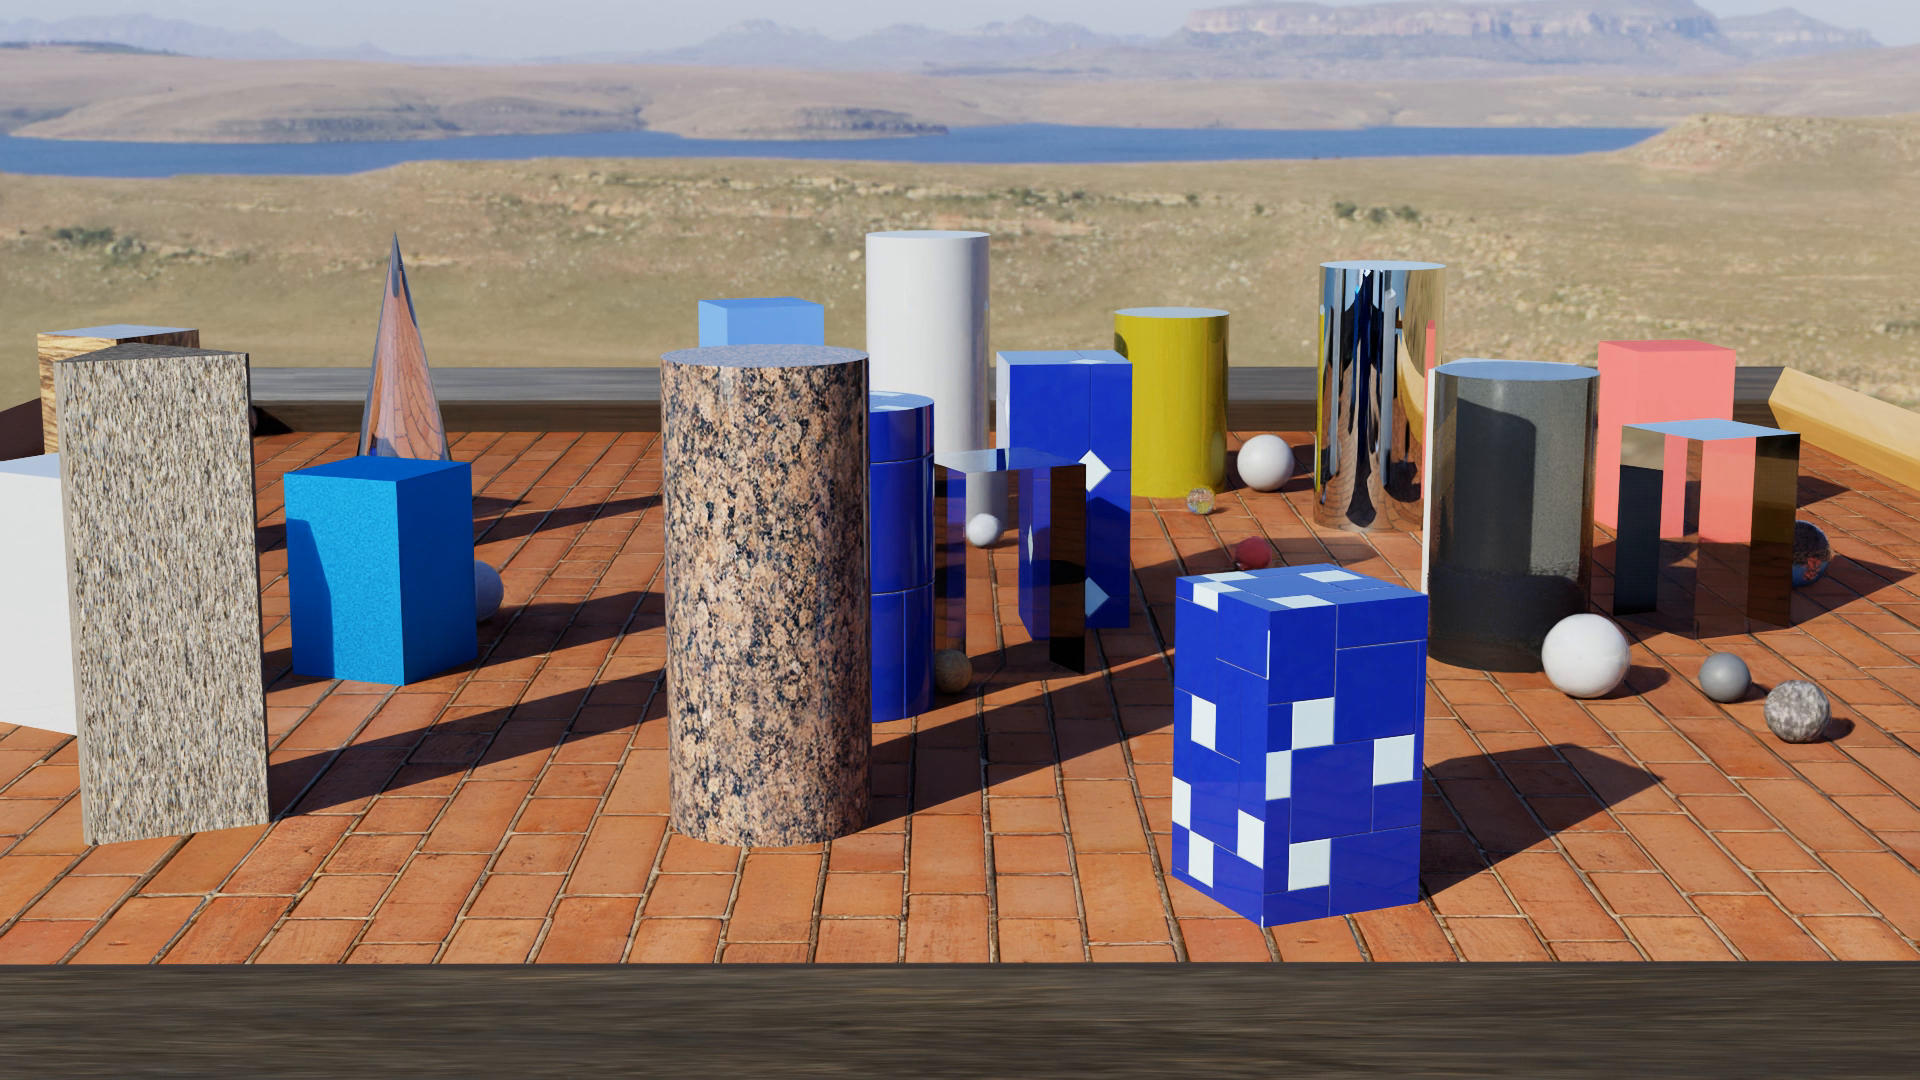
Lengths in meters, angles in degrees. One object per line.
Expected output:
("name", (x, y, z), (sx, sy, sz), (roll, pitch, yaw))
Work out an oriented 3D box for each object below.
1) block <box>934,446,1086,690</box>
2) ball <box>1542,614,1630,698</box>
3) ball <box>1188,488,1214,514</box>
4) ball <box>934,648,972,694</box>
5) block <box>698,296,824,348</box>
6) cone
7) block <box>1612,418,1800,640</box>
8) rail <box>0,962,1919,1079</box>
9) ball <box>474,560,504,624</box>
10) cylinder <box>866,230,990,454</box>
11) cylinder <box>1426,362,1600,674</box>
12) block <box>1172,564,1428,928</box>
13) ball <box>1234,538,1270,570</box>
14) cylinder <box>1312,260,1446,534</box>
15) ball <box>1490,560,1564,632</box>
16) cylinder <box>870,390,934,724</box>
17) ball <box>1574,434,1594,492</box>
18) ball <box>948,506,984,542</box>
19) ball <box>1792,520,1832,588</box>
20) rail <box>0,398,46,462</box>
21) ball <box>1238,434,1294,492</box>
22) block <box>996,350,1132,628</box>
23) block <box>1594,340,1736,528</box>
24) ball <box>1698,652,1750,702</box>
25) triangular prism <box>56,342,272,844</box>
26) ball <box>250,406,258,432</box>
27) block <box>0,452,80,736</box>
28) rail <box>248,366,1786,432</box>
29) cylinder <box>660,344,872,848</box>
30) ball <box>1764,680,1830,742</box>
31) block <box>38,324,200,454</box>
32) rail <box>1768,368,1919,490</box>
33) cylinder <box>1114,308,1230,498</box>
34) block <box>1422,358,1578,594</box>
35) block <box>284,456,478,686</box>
("block", (0.044, 0.030, 3.115), (0.159, 0.259, 0.159), (-5, 12, -25))
("ball", (0.728, 0.135, 2.989), (0.099, 0.099, 0.099), (0, 10, 0))
("ball", (0.396, -0.064, 4.214), (0.045, 0.045, 0.045), (0, 10, 0))
("ball", (-0.012, 0.154, 3.011), (0.053, 0.053, 0.053), (0, 10, 0))
("block", (-0.320, -0.207, 4.142), (0.159, 0.352, 0.159), (-4, 11, -21))
("cone", (-0.852, -0.231, 3.909), (0.199, 0.483, 0.199), (0, 10, 0))
("block", (0.980, -0.018, 3.375), (0.159, 0.259, 0.159), (-5, 12, -24))
("rail", (0.010, 0.345, 1.761), (3.342, 0.129, 0.045), (0, 10, 0))
("ball", (-0.646, 0.068, 3.388), (0.085, 0.085, 0.085), (0, 10, 0))
("cylinder", (-0.051, -0.259, 4.123), (0.199, 0.461, 0.199), (0, 10, 0))
("cylinder", (0.684, -0.032, 3.182), (0.199, 0.357, 0.199), (0, 10, 0))
("block", (0.298, 0.177, 2.274), (0.159, 0.277, 0.159), (-5, 12, -24))
("ball", (0.425, 0.022, 3.730), (0.050, 0.050, 0.050), (0, 10, 0))
("cylinder", (0.671, -0.233, 4.109), (0.199, 0.414, 0.199), (0, 10, 0))
("ball", (0.738, 0.072, 3.340), (0.094, 0.094, 0.094), (0, 10, 0))
("cylinder", (-0.129, 0.016, 2.938), (0.199, 0.352, 0.199), (0, 10, 0))
("ball", (1.087, -0.133, 4.434), (0.100, 0.100, 0.100), (0, 10, 0))
("ball", (0.009, -0.025, 3.977), (0.054, 0.054, 0.054), (0, 10, 0))
("ball", (1.178, 0.020, 3.618), (0.096, 0.096, 0.096), (0, 10, 0))
("rail", (-1.647, 0.035, 3.439), (0.045, 0.129, 3.480), (0, 10, 0))
("ball", (0.529, -0.133, 4.437), (0.099, 0.099, 0.099), (0, 10, 0))
("block", (0.136, -0.069, 3.406), (0.159, 0.348, 0.159), (-1, 11, -5))
("block", (1.119, -0.166, 4.089), (0.159, 0.289, 0.159), (-2, 11, -8))
("ball", (0.886, 0.159, 2.972), (0.058, 0.058, 0.058), (0, 10, 0))
("triangular prism", (-0.782, 0.044, 2.490), (0.172, 0.458, 0.149), (-5, 12, -26))
("ball", (-1.430, -0.239, 5.086), (0.072, 0.072, 0.072), (0, 10, 0))
("block", (-1.000, 0.055, 2.906), (0.159, 0.286, 0.159), (6, 12, 29))
("rail", (-0.010, -0.279, 5.136), (3.342, 0.129, 0.045), (0, 10, 0))
("cylinder", (-0.185, 0.048, 2.478), (0.199, 0.455, 0.199), (0, 10, 0))
("ball", (0.911, 0.186, 2.793), (0.069, 0.069, 0.069), (0, 10, 0))
("block", (-1.232, -0.137, 3.789), (0.159, 0.343, 0.159), (6, 12, 28))
("rail", (1.647, 0.032, 3.458), (0.045, 0.129, 3.480), (0, 10, 0))
("cylinder", (0.365, -0.241, 4.448), (0.199, 0.307, 0.199), (0, 10, 0))
("block", (0.729, -0.070, 3.464), (0.159, 0.329, 0.159), (5, 12, 27))
("block", (-0.705, 0.034, 3.131), (0.159, 0.246, 0.159), (4, 11, 22))
